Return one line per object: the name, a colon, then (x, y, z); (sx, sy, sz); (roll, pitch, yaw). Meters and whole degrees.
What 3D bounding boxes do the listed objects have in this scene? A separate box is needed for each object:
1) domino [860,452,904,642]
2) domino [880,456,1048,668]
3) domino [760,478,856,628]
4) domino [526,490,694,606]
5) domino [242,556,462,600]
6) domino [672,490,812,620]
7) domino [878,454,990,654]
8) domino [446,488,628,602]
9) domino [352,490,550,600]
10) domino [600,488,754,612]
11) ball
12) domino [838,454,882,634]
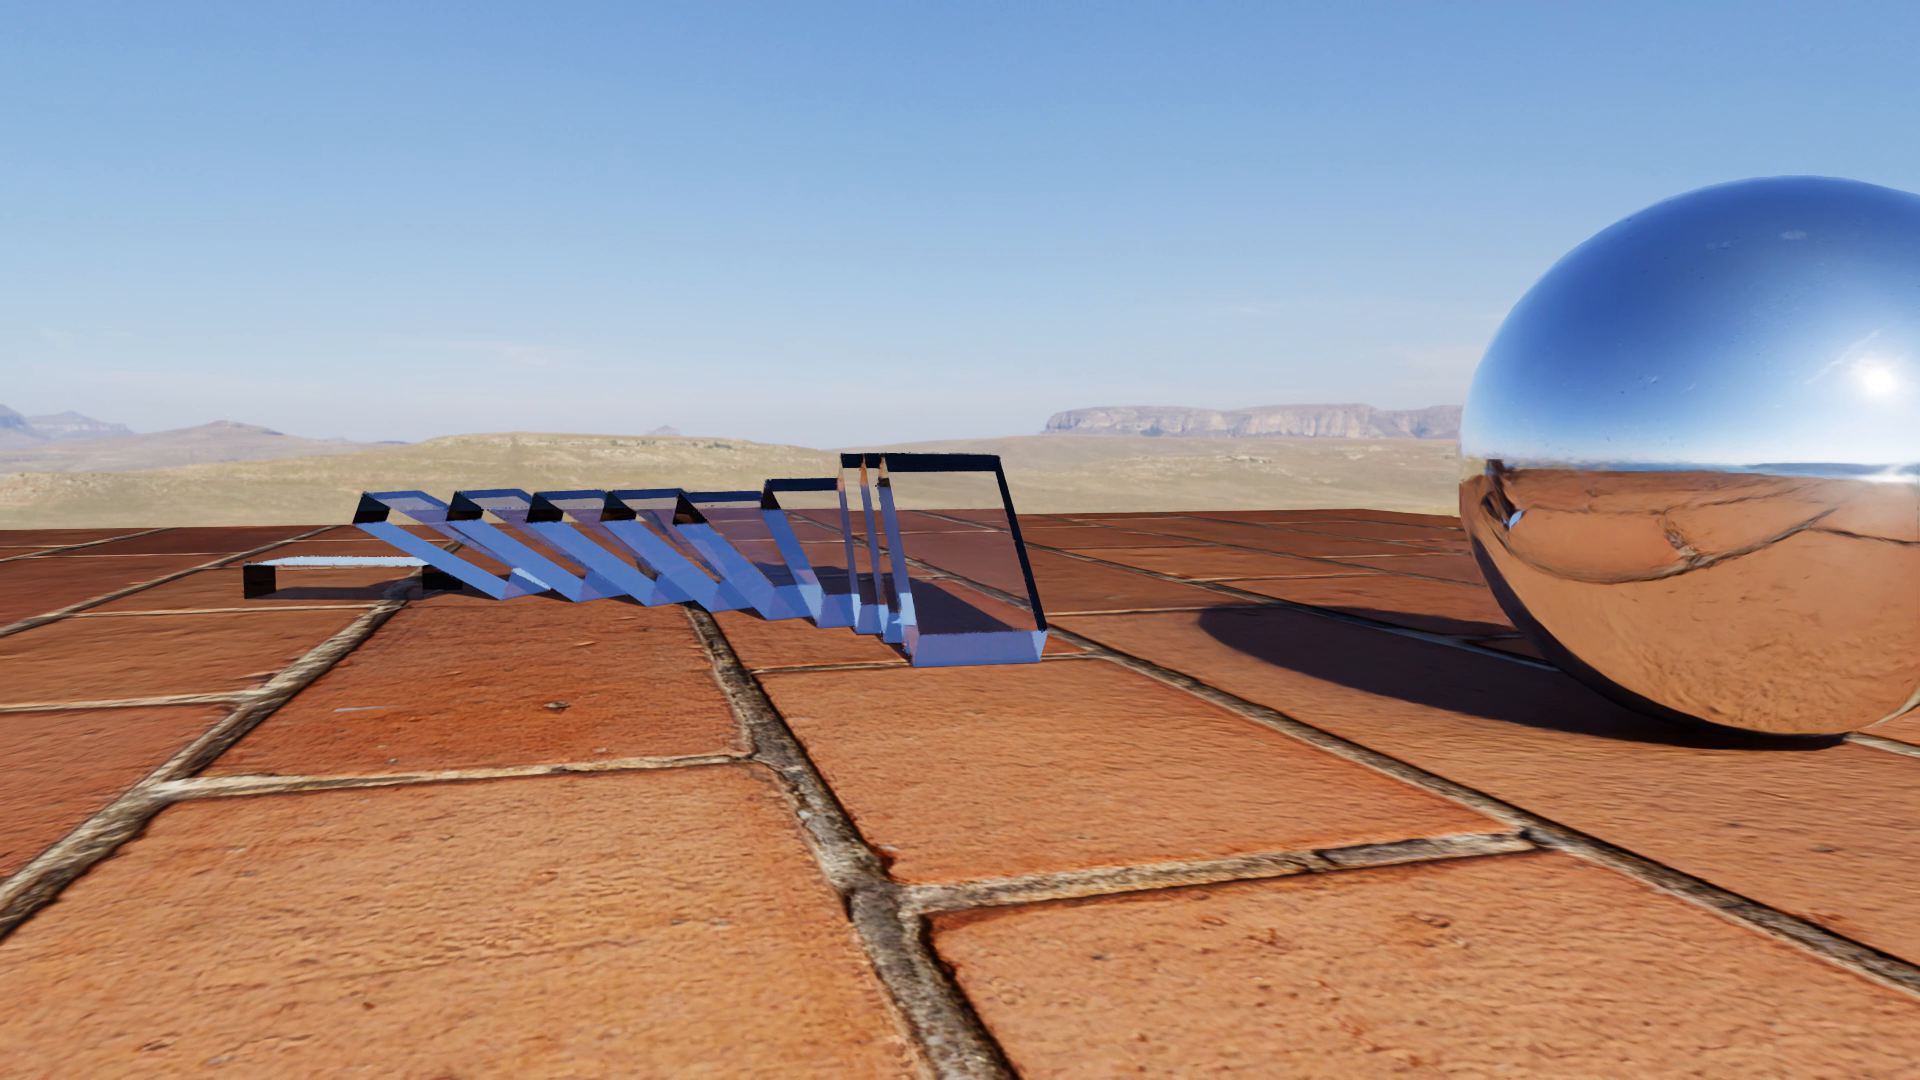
domino: (-0.007, 0.001, 0.289); (0.025, 0.010, 0.050); (0, 45, -13)
domino: (0.000, 0.003, 0.261); (0.025, 0.010, 0.050); (-1, 46, -13)
domino: (-0.030, 0.002, 0.318); (0.025, 0.009, 0.050); (-2, 35, -26)
domino: (-0.093, 0.001, 0.355); (0.050, 0.010, 0.025); (30, 18, 26)
domino: (-0.171, 0.011, 0.363); (0.050, 0.009, 0.025); (0, 4, 3)
domino: (-0.051, 0.003, 0.331); (0.025, 0.010, 0.050); (-4, 30, -42)
domino: (-0.002, 0.002, 0.276); (0.025, 0.009, 0.050); (0, 45, -13)
domino: (-0.117, 0.001, 0.362); (0.050, 0.010, 0.025); (28, 14, 19)
domino: (-0.143, 0.001, 0.365); (0.050, 0.009, 0.025); (25, 9, 10)
domino: (-0.071, 0.002, 0.345); (0.050, 0.009, 0.025); (33, 23, 32)
ball: (0.115, -0.011, 0.186); (0.080, 0.080, 0.080); (0, 4, 0)
domino: (-0.014, 0.000, 0.303); (0.025, 0.009, 0.050); (0, 45, -12)
